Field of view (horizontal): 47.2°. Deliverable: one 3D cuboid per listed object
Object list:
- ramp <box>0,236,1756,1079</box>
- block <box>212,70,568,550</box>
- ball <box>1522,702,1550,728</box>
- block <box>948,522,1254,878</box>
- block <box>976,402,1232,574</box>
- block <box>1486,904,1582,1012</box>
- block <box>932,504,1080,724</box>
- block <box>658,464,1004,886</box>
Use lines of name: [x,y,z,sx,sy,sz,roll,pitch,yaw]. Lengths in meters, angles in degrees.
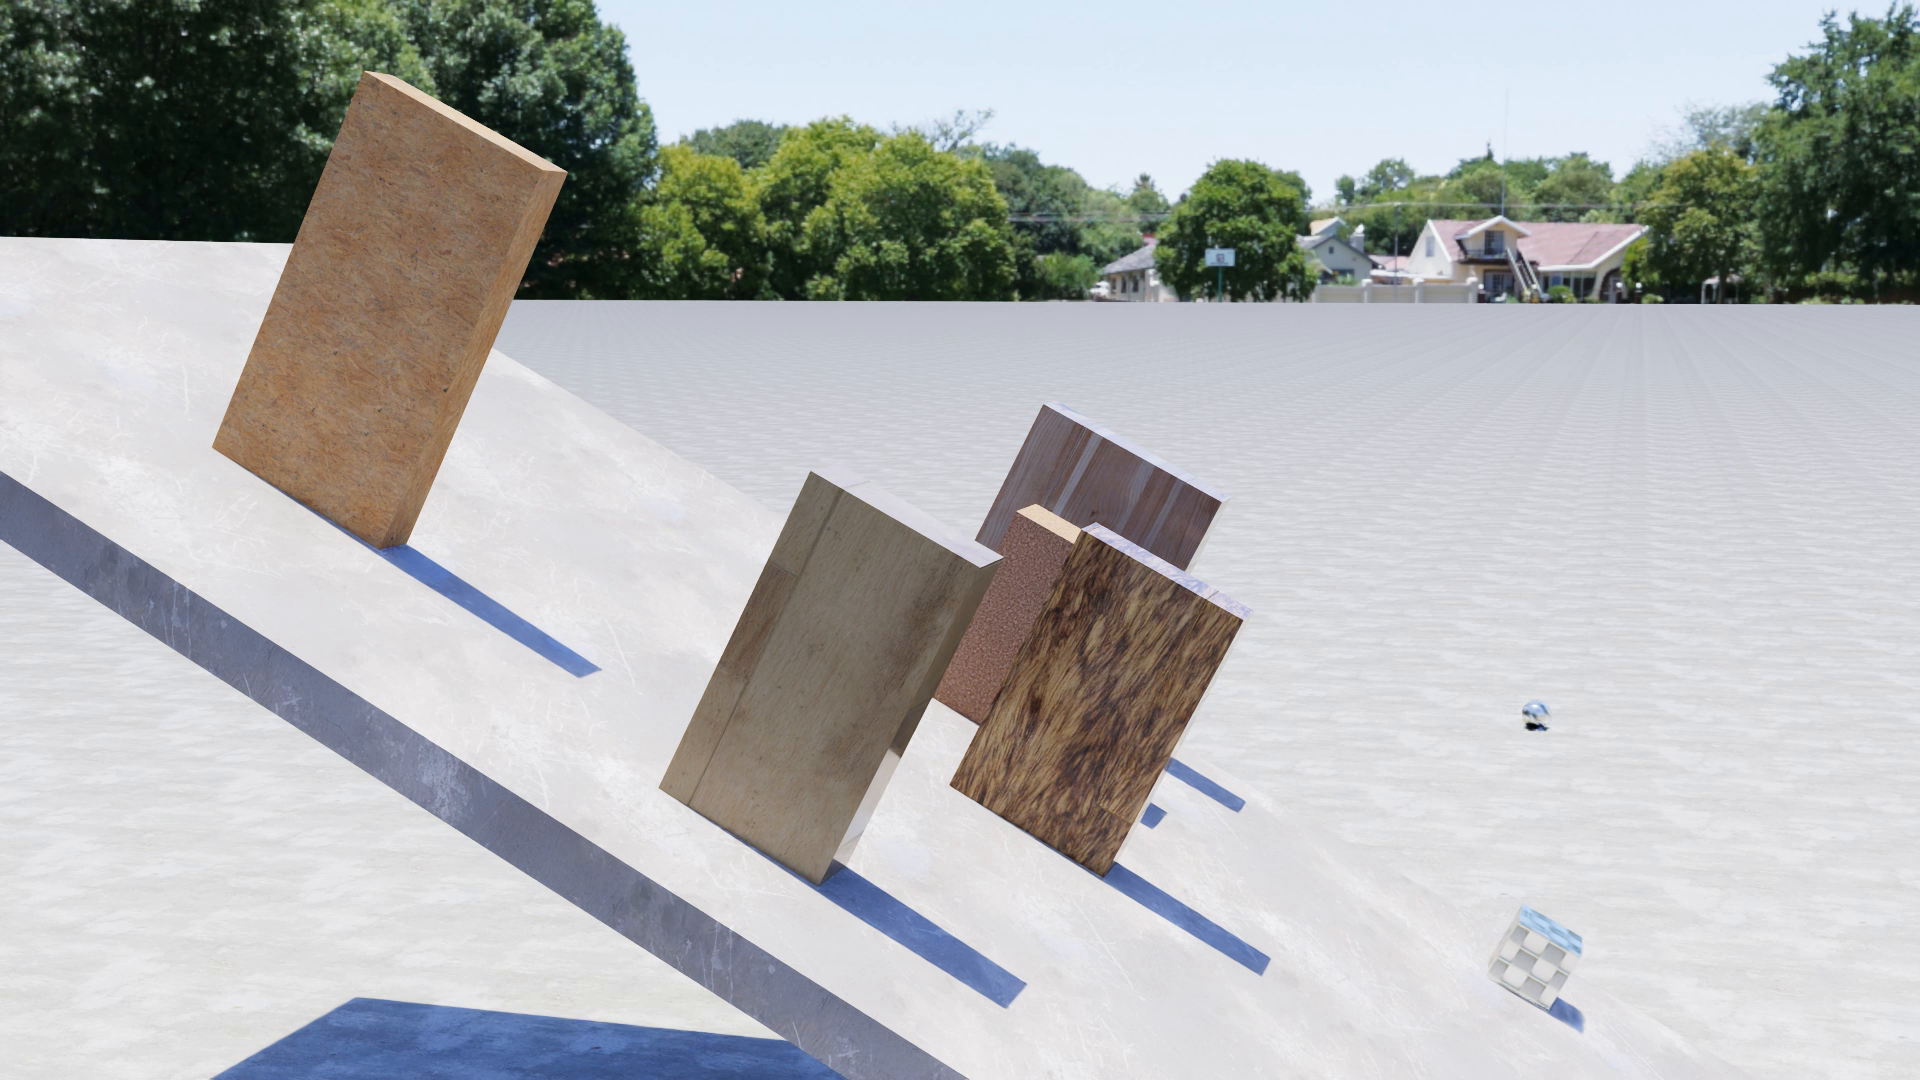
ramp: [-0.232,0.387,4.153,4.000,0.100,2.000,30,14,12]
block: [-1.004,-0.397,3.845,0.376,0.733,0.091,30,14,12]
ball: [2.354,0.715,8.993,0.111,0.111,0.111,0,7,0]
block: [0.257,0.292,4.034,0.333,0.547,0.112,30,14,12]
block: [0.261,0.054,4.848,0.443,0.574,0.114,30,14,12]
block: [1.182,0.858,4.526,0.138,0.138,0.138,30,14,11]
block: [0.163,0.188,4.493,0.284,0.427,0.150,30,14,12]
block: [-0.205,0.209,3.436,0.303,0.574,0.127,30,14,12]
